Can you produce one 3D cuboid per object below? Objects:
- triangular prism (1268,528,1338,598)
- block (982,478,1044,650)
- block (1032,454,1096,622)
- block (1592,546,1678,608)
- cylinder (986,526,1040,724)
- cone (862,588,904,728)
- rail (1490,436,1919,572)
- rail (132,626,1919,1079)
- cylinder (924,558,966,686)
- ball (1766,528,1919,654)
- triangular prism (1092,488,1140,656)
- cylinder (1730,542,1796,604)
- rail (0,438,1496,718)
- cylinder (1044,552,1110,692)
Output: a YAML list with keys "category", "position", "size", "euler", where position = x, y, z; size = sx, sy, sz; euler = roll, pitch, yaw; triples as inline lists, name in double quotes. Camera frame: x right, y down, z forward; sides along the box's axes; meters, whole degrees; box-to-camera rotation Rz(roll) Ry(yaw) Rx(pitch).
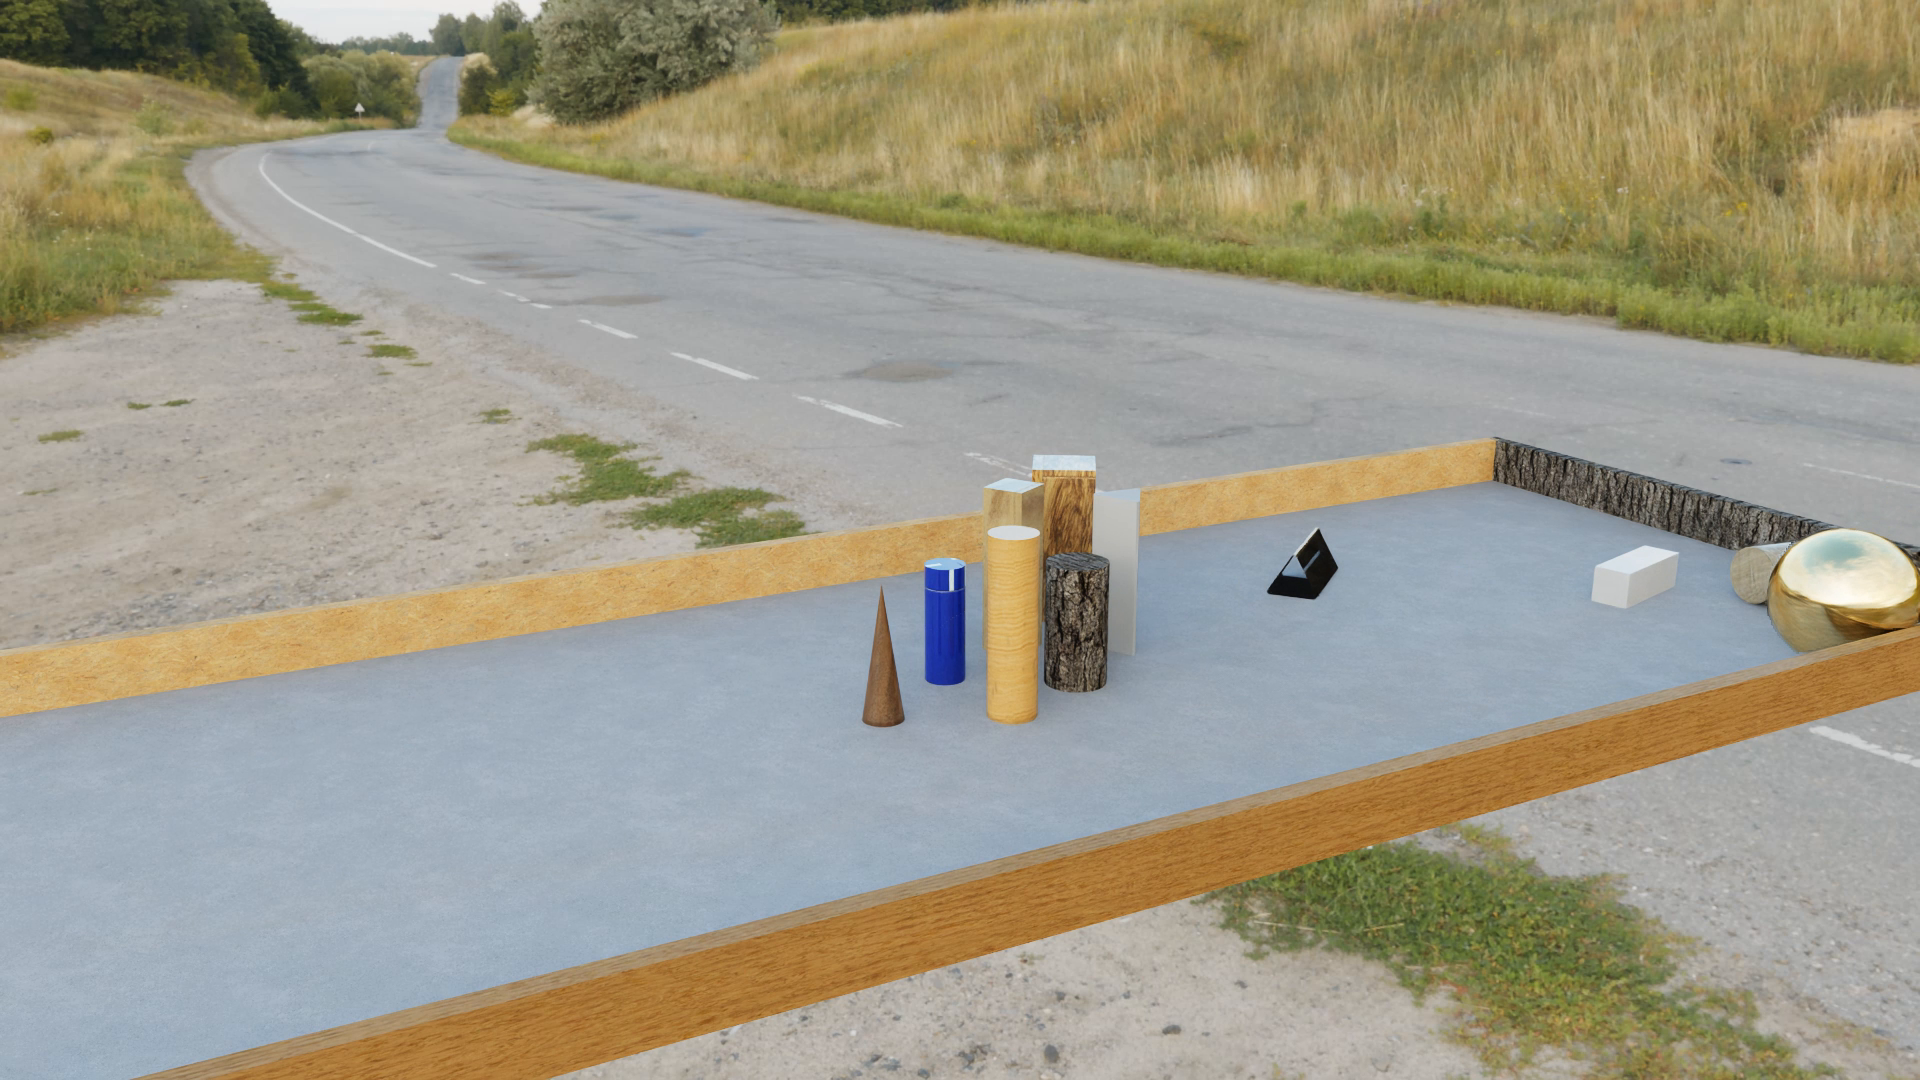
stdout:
- category: "triangular prism"
  position: [1.027, 0.062, 4.912]
  size: [0.144, 0.124, 0.314]
  euler: [7, 18, 23]
- category: "block"
  position: [0.139, 0.072, 4.325]
  size: [0.115, 0.443, 0.115]
  euler: [10, 19, 31]
- category: "block"
  position: [0.287, -0.004, 4.599]
  size: [0.172, 0.435, 0.172]
  euler: [1, 16, 4]
- category: "block"
  position: [1.970, 0.106, 4.810]
  size: [0.307, 0.104, 0.104]
  euler: [-15, 22, -41]
- category: "cylinder"
  position: [0.124, 0.200, 3.872]
  size: [0.121, 0.452, 0.121]
  euler: [0, 16, 0]
- category: "cone"
  position: [-0.182, 0.263, 3.863]
  size: [0.101, 0.336, 0.101]
  euler: [0, 16, 0]
- category: "rail"
  position: [2.466, -0.048, 5.253]
  size: [0.050, 0.150, 2.100]
  euler: [-9, 18, -27]
- category: "rail"
  position: [-2.336, 1.006, 1.665]
  size: [12.000, 0.150, 0.050]
  euler: [-9, 18, -27]
- category: "cylinder"
  position: [-0.037, 0.204, 4.125]
  size: [0.102, 0.302, 0.102]
  euler: [0, 16, 0]
- category: "ball"
  position: [2.264, 0.147, 4.223]
  size: [0.356, 0.356, 0.356]
  euler: [0, 16, 0]
- category: "triangular prism"
  position: [0.436, 0.078, 4.349]
  size: [0.136, 0.418, 0.118]
  euler: [12, 20, 35]
- category: "cylinder"
  position: [2.458, 0.083, 4.782]
  size: [0.406, 0.165, 0.165]
  euler: [-6, 17, -18]
- category: "rail"
  position: [-3.305, 0.497, 3.399]
  size: [12.000, 0.150, 0.050]
  euler: [-9, 18, -27]
- category: "cylinder"
  position: [0.290, 0.204, 4.103]
  size: [0.157, 0.314, 0.157]
  euler: [0, 16, 0]
